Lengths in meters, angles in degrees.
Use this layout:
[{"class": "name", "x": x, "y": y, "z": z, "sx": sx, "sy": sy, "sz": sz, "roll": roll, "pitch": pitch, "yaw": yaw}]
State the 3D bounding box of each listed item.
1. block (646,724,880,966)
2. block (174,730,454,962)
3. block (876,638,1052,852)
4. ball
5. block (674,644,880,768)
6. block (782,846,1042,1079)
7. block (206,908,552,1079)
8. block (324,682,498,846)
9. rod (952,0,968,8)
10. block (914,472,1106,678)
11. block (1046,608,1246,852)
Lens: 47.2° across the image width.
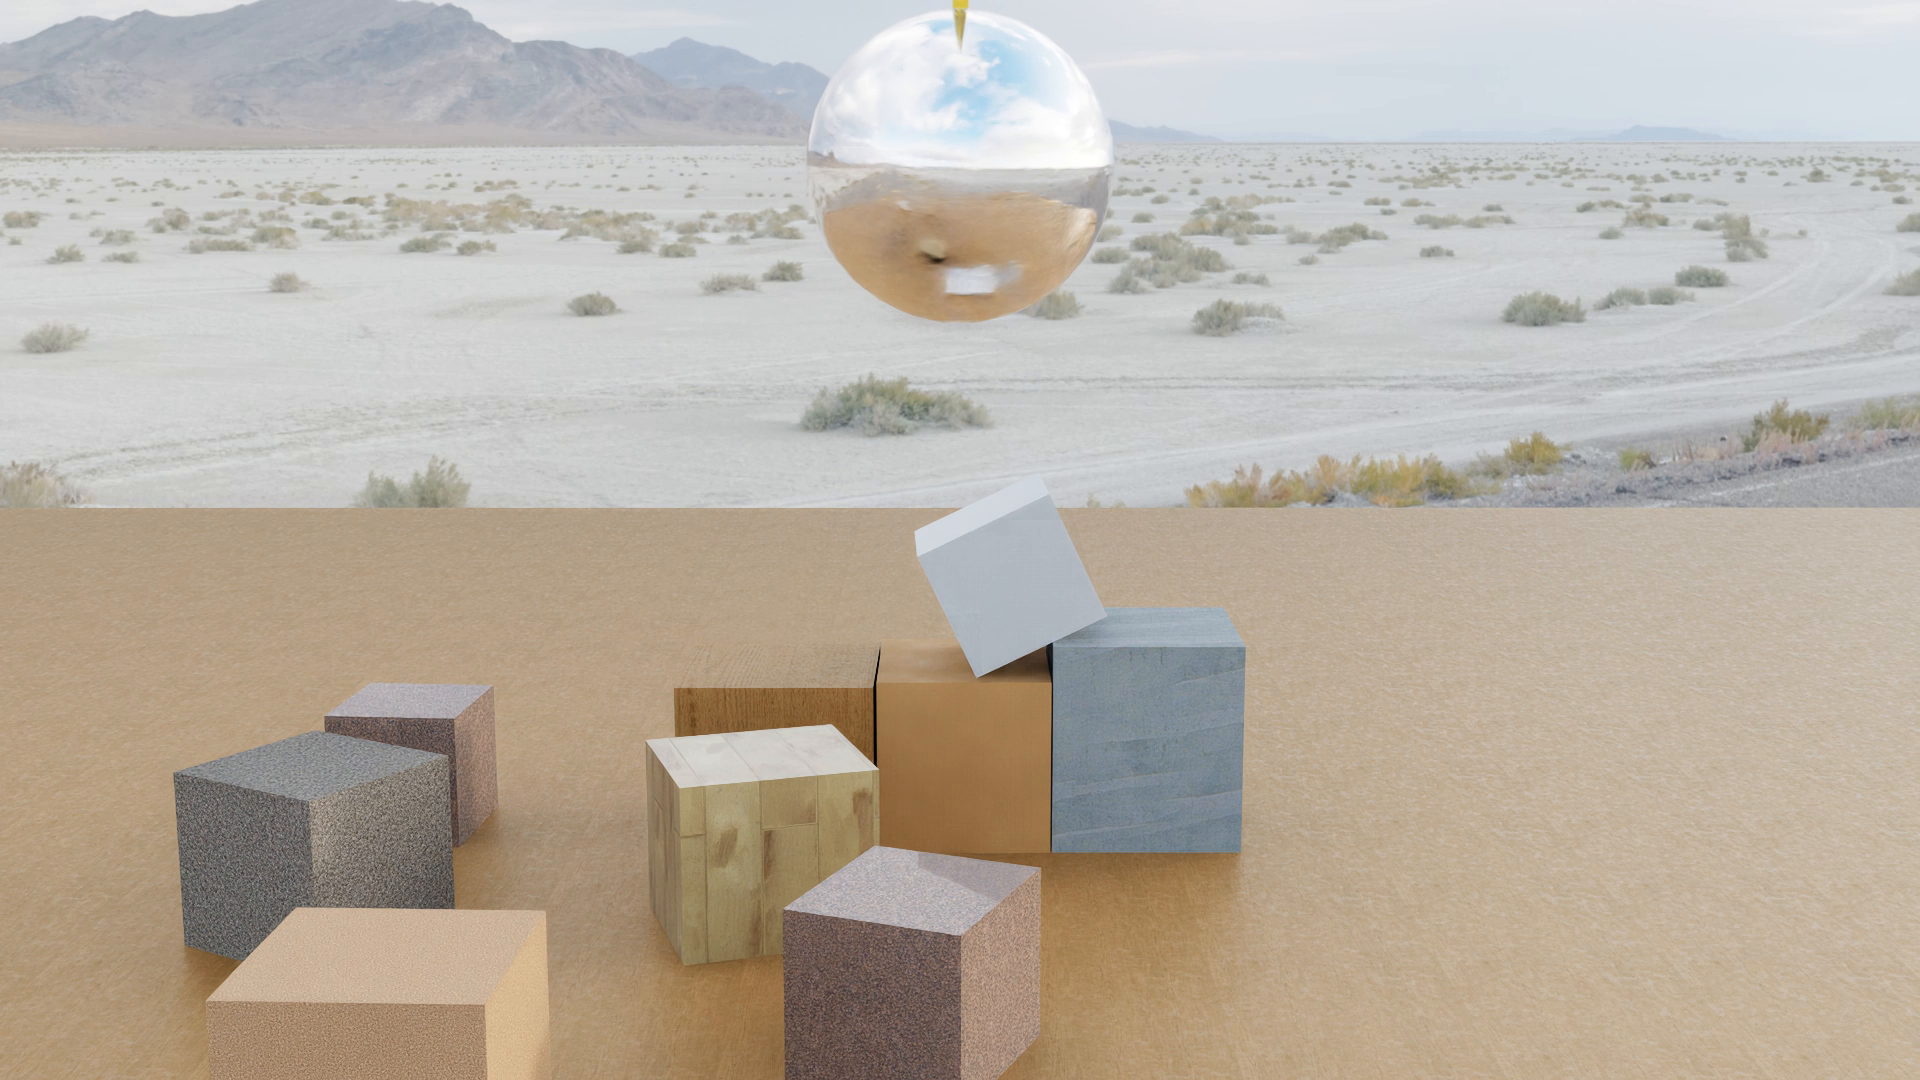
[{"class": "block", "x": -0.898, "y": 1.351, "z": 9.917, "sx": 0.882, "sy": 0.794, "sz": 0.801, "roll": -3, "pitch": 11, "yaw": -18}, {"class": "block", "x": -2.856, "y": 1.377, "z": 9.771, "sx": 0.838, "sy": 0.794, "sz": 0.812, "roll": 6, "pitch": 12, "yaw": 30}, {"class": "block", "x": 0.018, "y": 1.046, "z": 11.375, "sx": 0.862, "sy": 0.873, "sz": 0.966, "roll": 0, "pitch": 10, "yaw": 0}, {"class": "ball", "x": 0.000, "y": -1.923, "z": 11.354, "sx": 1.600, "sy": 1.600, "sz": 1.600, "roll": 0, "pitch": 10, "yaw": 0}, {"class": "block", "x": -0.916, "y": 1.060, "z": 11.356, "sx": 0.980, "sy": 0.852, "sz": 0.959, "roll": 0, "pitch": 10, "yaw": 0}, {"class": "block", "x": -0.170, "y": 1.668, "z": 8.448, "sx": 0.718, "sy": 0.695, "sz": 0.811, "roll": 4, "pitch": 11, "yaw": 22}, {"class": "block", "x": -1.892, "y": 1.787, "z": 7.312, "sx": 0.877, "sy": 0.868, "sz": 0.846, "roll": 0, "pitch": 10, "yaw": 2}, {"class": "block", "x": -2.824, "y": 1.151, "z": 11.373, "sx": 0.664, "sy": 0.666, "sz": 0.689, "roll": 1, "pitch": 10, "yaw": 4}, {"class": "rod", "x": 0.000, "y": -5.204, "z": 10.461, "sx": 0.080, "sy": 5.200, "sz": 0.080, "roll": 0, "pitch": 15, "yaw": 0}, {"class": "block", "x": 0.245, "y": 0.166, "z": 11.193, "sx": 0.718, "sy": 0.681, "sz": 0.725, "roll": -25, "pitch": 10, "yaw": 2}, {"class": "block", "x": 0.931, "y": 0.959, "z": 11.347, "sx": 0.944, "sy": 1.053, "sz": 0.935, "roll": 0, "pitch": 10, "yaw": 0}]
